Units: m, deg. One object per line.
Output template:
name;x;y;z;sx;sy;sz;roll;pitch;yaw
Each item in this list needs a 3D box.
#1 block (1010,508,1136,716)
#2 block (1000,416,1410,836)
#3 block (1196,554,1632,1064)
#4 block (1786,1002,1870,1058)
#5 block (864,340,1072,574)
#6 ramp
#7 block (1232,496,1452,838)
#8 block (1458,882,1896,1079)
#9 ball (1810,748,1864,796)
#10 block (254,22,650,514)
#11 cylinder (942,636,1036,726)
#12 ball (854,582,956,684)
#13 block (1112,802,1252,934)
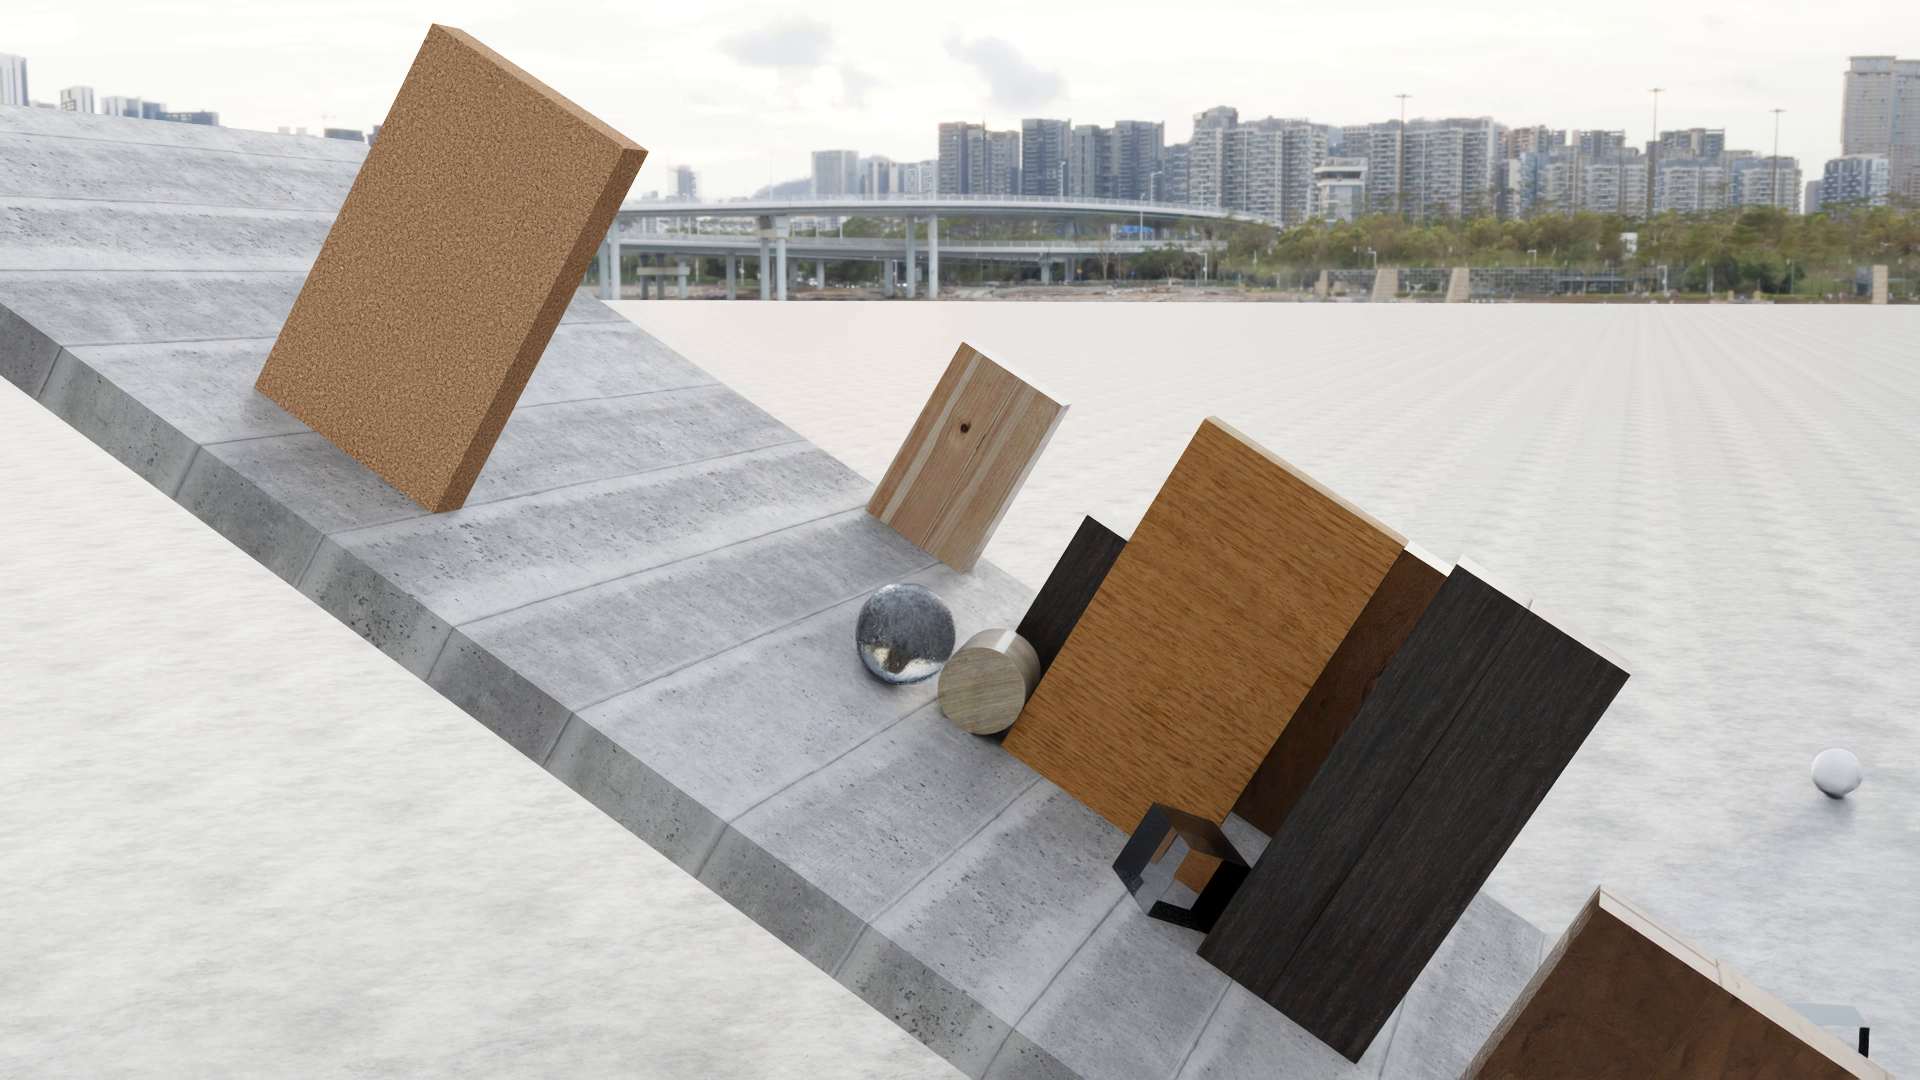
block;0.310;0.215;4.202;0.375;0.407;0.137;34;15;11
block;0.430;0.189;3.927;0.408;0.710;0.092;34;15;11
block;0.726;0.438;3.558;0.312;0.778;0.118;34;15;11
block;1.993;1.166;5.063;0.151;0.151;0.151;1;7;9
block;0.016;-0.184;4.864;0.264;0.441;0.086;34;15;11
ramp;-0.160;0.265;4.116;4.000;0.100;2.000;34;15;11
block;0.732;0.281;4.372;0.383;0.632;0.136;34;15;11
block;0.881;0.833;2.943;0.443;0.588;0.117;34;15;11
ball;3.114;0.825;7.811;0.174;0.174;0.174;0;7;0
block;-0.829;-0.433;3.555;0.385;0.678;0.089;34;15;11
cylinder;0.055;0.258;4.045;0.162;0.162;0.162;0;-2;4
ball;-0.099;0.169;3.988;0.185;0.185;0.185;0;7;0
block;0.376;0.557;3.737;0.140;0.140;0.140;22;17;-32
